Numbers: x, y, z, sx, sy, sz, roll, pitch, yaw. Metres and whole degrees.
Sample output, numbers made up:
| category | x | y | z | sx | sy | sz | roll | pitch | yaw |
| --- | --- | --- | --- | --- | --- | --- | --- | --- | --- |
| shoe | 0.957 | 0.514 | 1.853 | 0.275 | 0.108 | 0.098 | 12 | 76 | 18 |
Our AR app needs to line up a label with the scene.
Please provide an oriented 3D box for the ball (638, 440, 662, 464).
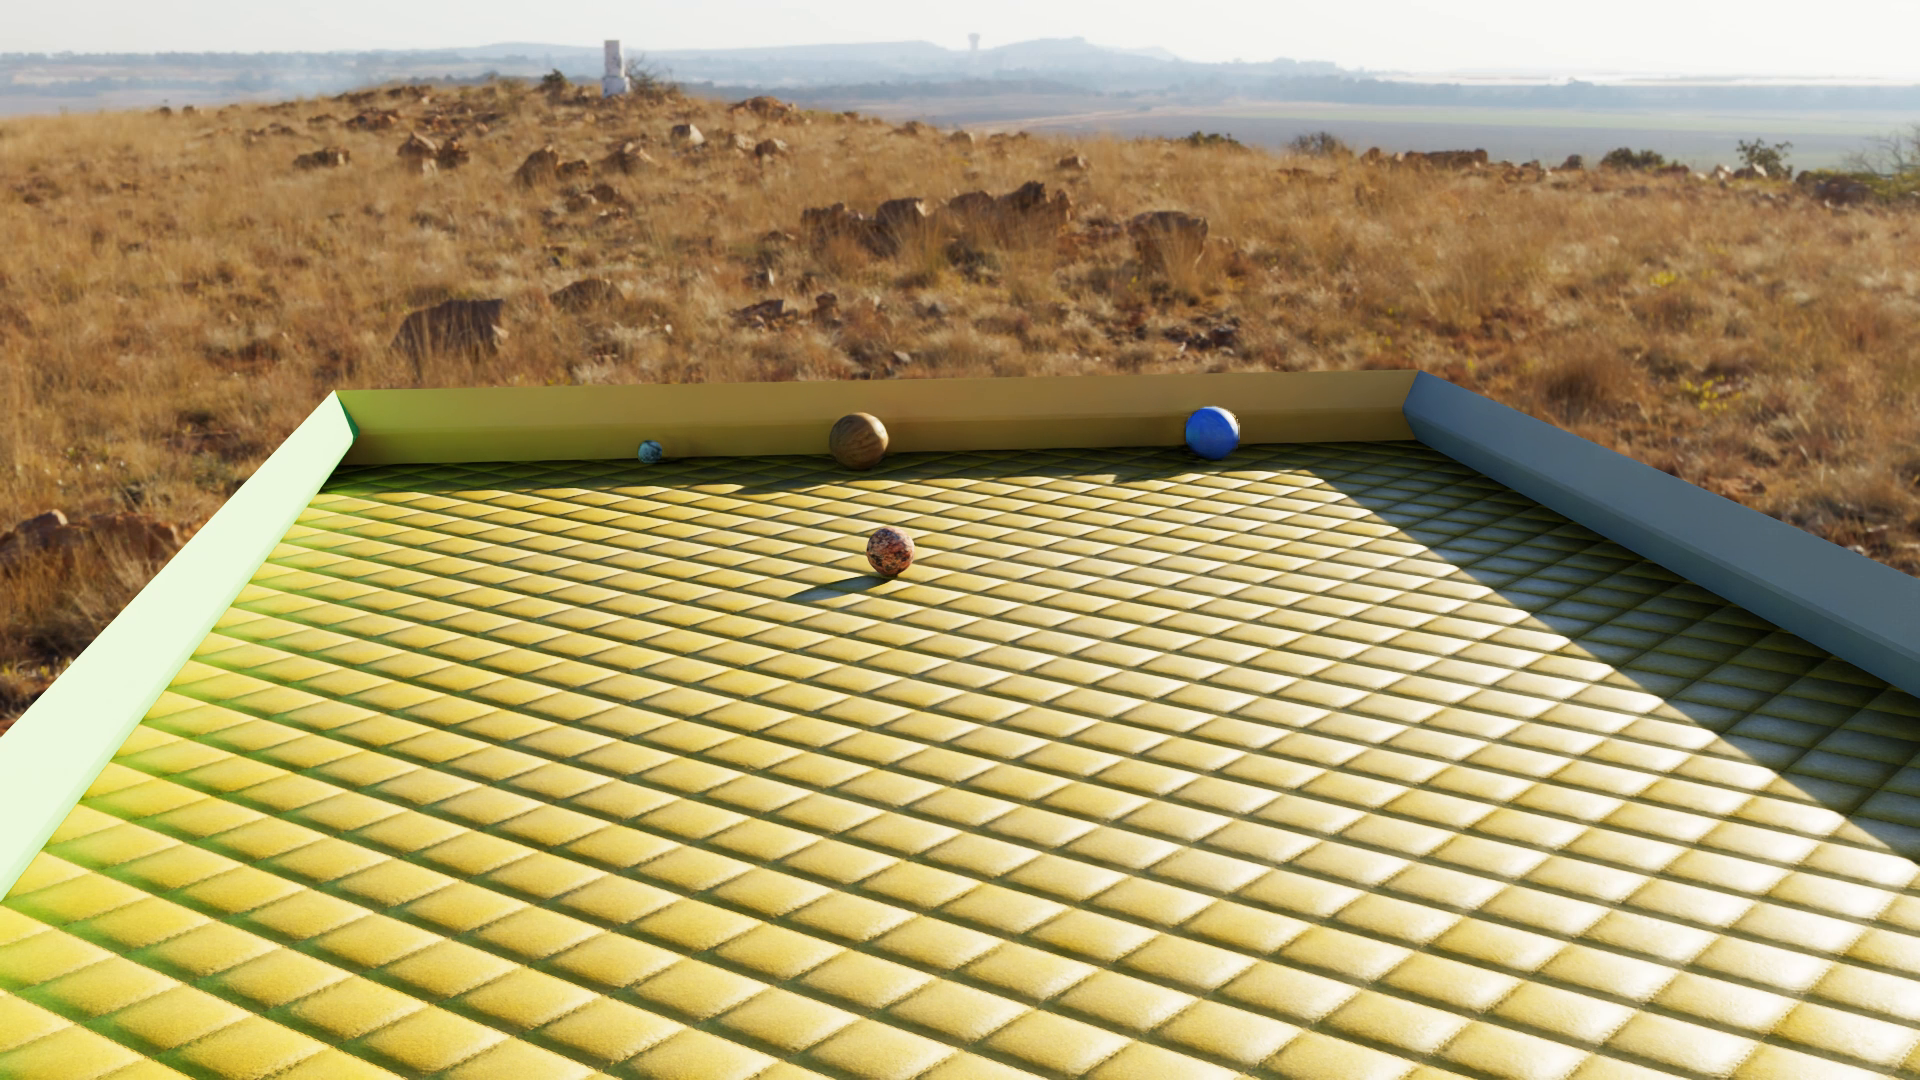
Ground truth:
| category | x | y | z | sx | sy | sz | roll | pitch | yaw |
| --- | --- | --- | --- | --- | --- | --- | --- | --- | --- |
| ball | -0.525 | -0.150 | 3.734 | 0.040 | 0.040 | 0.040 | 0 | 13 | 0 |

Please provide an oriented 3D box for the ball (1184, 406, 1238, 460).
| category | x | y | z | sx | sy | sz | roll | pitch | yaw |
| --- | --- | --- | --- | --- | --- | --- | --- | --- | --- |
| ball | 0.431 | -0.183 | 3.764 | 0.091 | 0.091 | 0.091 | 0 | 13 | 0 |

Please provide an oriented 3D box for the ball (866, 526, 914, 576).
| category | x | y | z | sx | sy | sz | roll | pitch | yaw |
| --- | --- | --- | --- | --- | --- | --- | --- | --- | --- |
| ball | -0.093 | 0.015 | 2.936 | 0.065 | 0.065 | 0.065 | 0 | 13 | 0 |

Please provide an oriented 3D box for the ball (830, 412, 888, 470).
| category | x | y | z | sx | sy | sz | roll | pitch | yaw |
| --- | --- | --- | --- | --- | --- | --- | --- | --- | --- |
| ball | -0.169 | -0.165 | 3.671 | 0.097 | 0.097 | 0.097 | 0 | 13 | 0 |

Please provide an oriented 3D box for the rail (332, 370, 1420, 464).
| category | x | y | z | sx | sy | sz | roll | pitch | yaw |
| --- | --- | --- | --- | --- | --- | --- | --- | --- | --- |
| rail | -0.112 | -0.212 | 3.809 | 1.896 | 0.126 | 0.045 | -2 | 13 | -7 |

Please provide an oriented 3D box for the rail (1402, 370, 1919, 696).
| category | x | y | z | sx | sy | sz | roll | pitch | yaw |
| --- | --- | --- | --- | --- | --- | --- | --- | --- | --- |
| rail | 1.031 | 0.131 | 2.269 | 0.045 | 0.126 | 3.477 | -2 | 13 | -7 |

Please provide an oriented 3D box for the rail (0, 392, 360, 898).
| category | x | y | z | sx | sy | sz | roll | pitch | yaw |
| --- | --- | --- | --- | --- | --- | --- | --- | --- | --- |
| rail | -0.801 | 0.184 | 2.030 | 0.045 | 0.126 | 3.477 | -2 | 13 | -7 |
